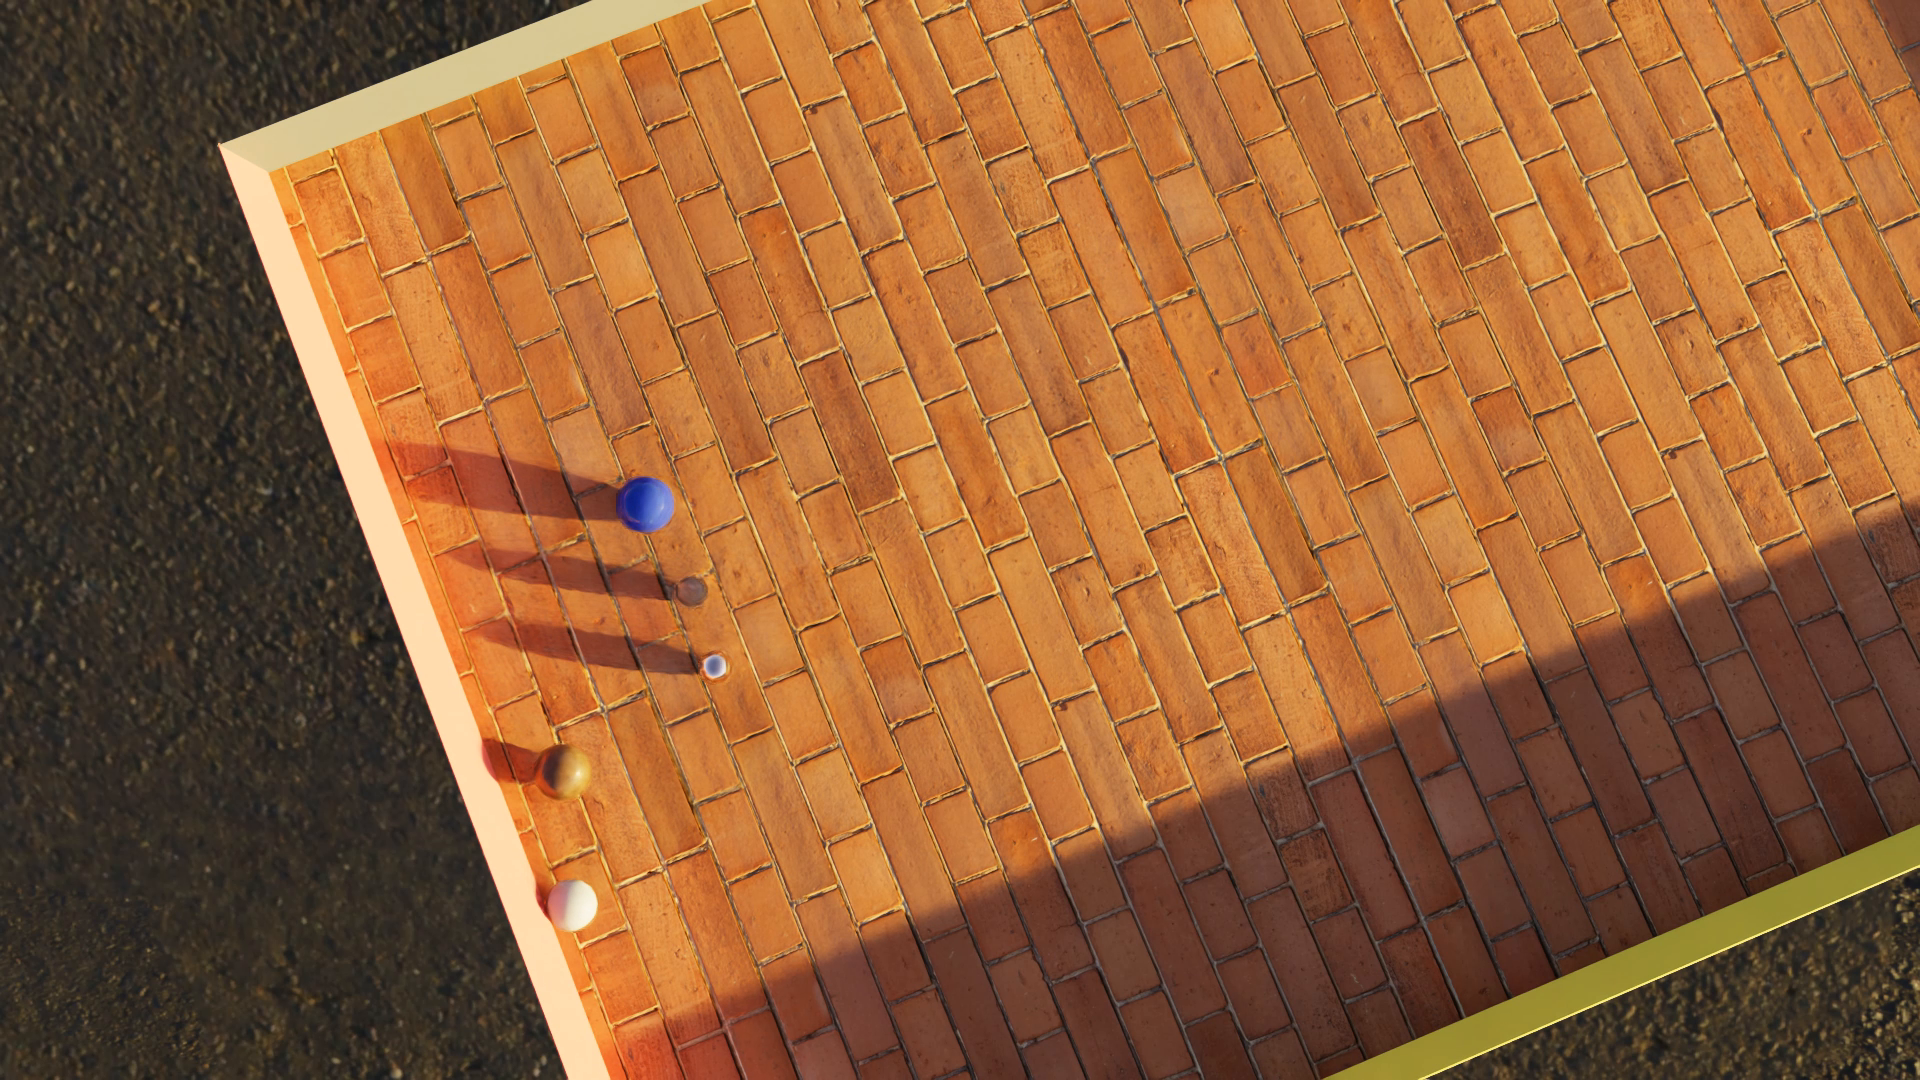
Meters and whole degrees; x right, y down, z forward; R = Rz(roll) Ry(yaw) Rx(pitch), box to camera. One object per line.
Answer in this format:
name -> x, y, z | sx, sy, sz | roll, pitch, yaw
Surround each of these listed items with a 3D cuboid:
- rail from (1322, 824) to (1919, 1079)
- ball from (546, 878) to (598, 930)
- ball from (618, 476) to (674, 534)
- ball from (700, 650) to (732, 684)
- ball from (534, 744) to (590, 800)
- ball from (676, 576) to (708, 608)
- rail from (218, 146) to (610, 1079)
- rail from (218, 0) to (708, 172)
rail -> 1.102, 0.554, 3.165 | 3.216, 0.110, 0.045 | -22, 82, -3
ball -> -0.563, 0.529, 3.189 | 0.074, 0.074, 0.074 | 0, 81, 0
ball -> -0.467, -0.053, 3.273 | 0.085, 0.085, 0.085 | 0, 81, 0
ball -> -0.361, 0.188, 3.254 | 0.049, 0.049, 0.049 | 0, 81, 0
ball -> -0.582, 0.339, 3.213 | 0.083, 0.083, 0.083 | 0, 81, 0
ball -> -0.399, 0.077, 3.271 | 0.049, 0.049, 0.049 | 0, 81, 0
rail -> -0.722, 0.290, 3.206 | 0.045, 0.110, 1.930 | -22, 82, -3
rail -> 0.385, -1.166, 3.432 | 3.216, 0.110, 0.045 | -22, 82, -3
